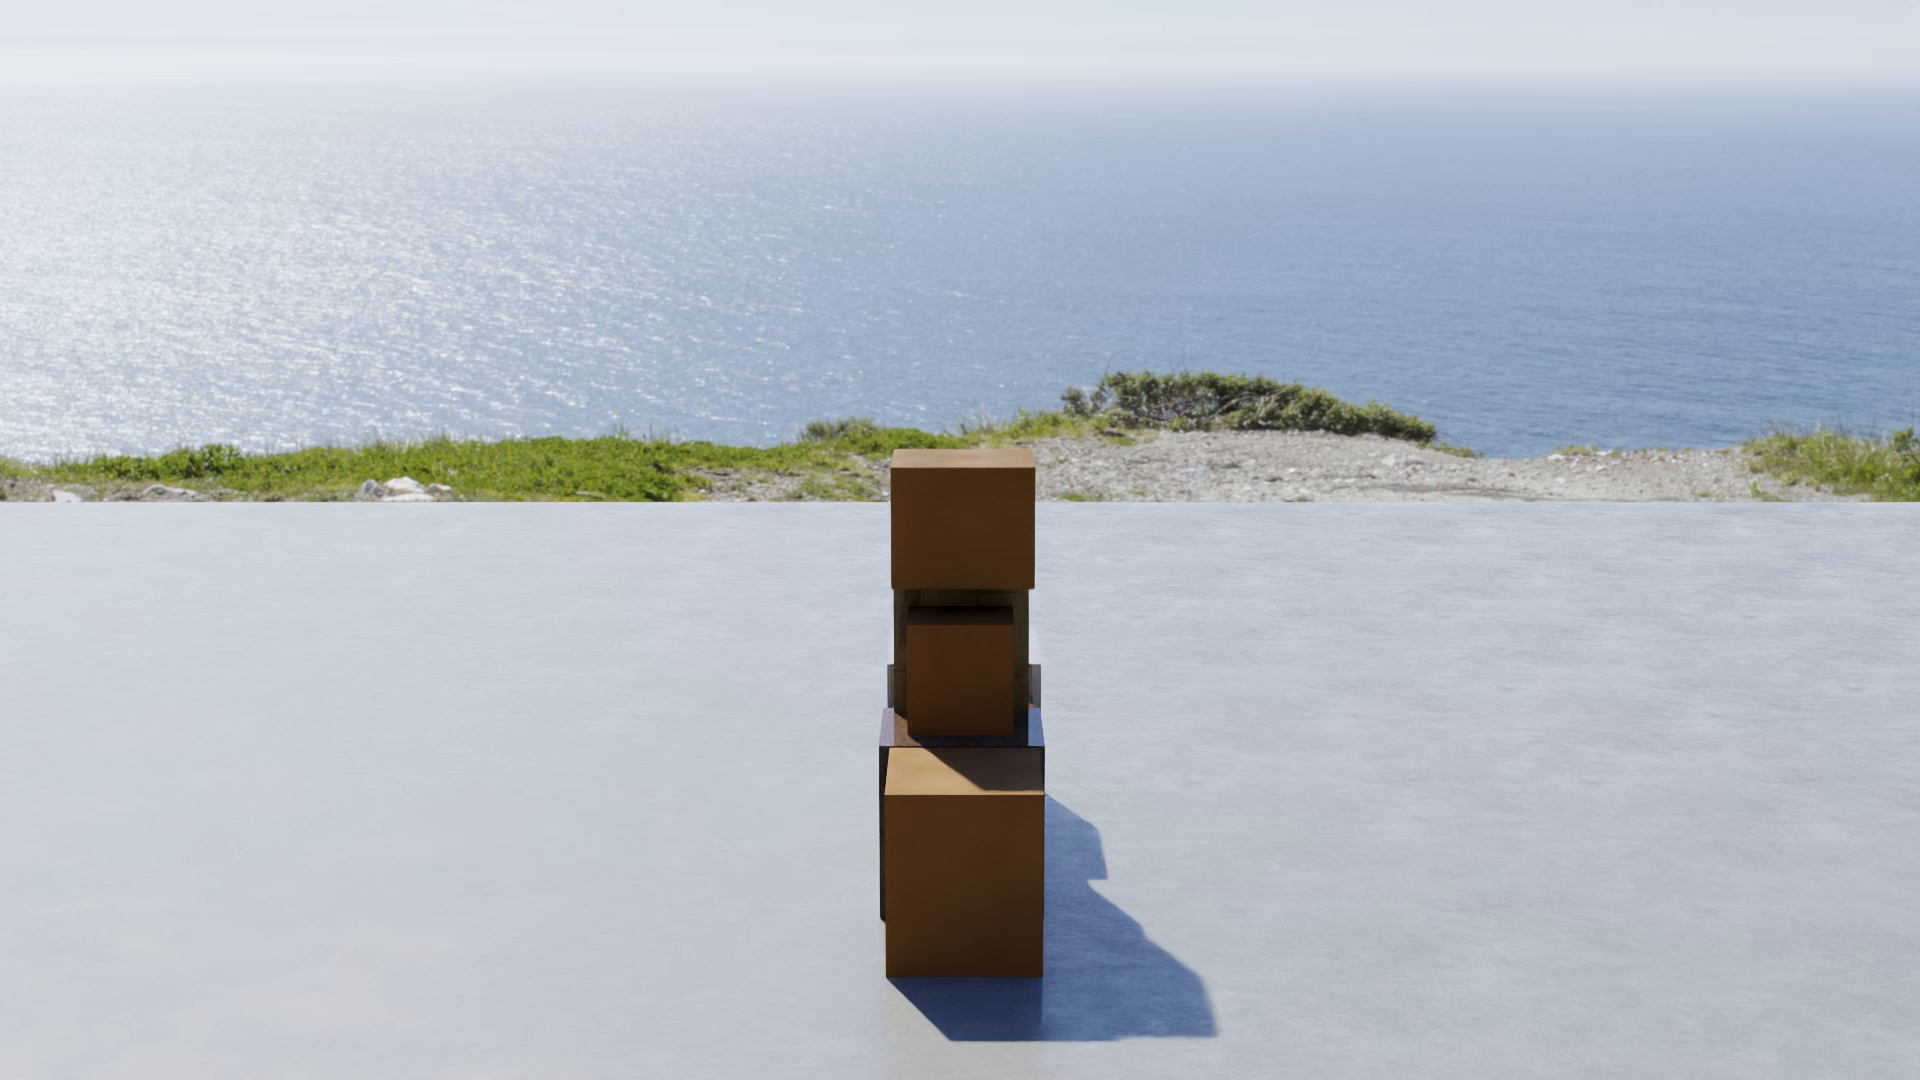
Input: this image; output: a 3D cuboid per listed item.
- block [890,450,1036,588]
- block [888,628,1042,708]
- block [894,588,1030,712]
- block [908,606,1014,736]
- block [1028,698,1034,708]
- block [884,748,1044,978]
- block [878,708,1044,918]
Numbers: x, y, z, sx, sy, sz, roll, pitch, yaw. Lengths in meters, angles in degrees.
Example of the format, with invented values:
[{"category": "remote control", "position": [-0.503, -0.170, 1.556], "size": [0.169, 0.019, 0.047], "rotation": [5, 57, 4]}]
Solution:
[{"category": "block", "position": [0.013, -0.098, 11.182], "size": [0.612, 0.519, 0.626], "rotation": [0, 9, 0]}, {"category": "block", "position": [0.020, 0.903, 12.348], "size": [0.714, 0.805, 0.772], "rotation": [0, 10, 0]}, {"category": "block", "position": [0.005, 0.416, 11.468], "size": [0.589, 0.587, 0.571], "rotation": [0, 9, 0]}, {"category": "block", "position": [0.003, 0.556, 10.986], "size": [0.450, 0.475, 0.393], "rotation": [0, 10, 0]}, {"category": "block", "position": [0.018, 1.103, 11.680], "size": [0.642, 0.651, 0.594], "rotation": [0, 10, 0]}, {"category": "block", "position": [0.017, 1.292, 10.376], "size": [0.619, 0.745, 0.703], "rotation": [0, 10, 0]}, {"category": "block", "position": [0.008, 1.167, 11.050], "size": [0.691, 0.750, 0.649], "rotation": [0, 10, 0]}]
